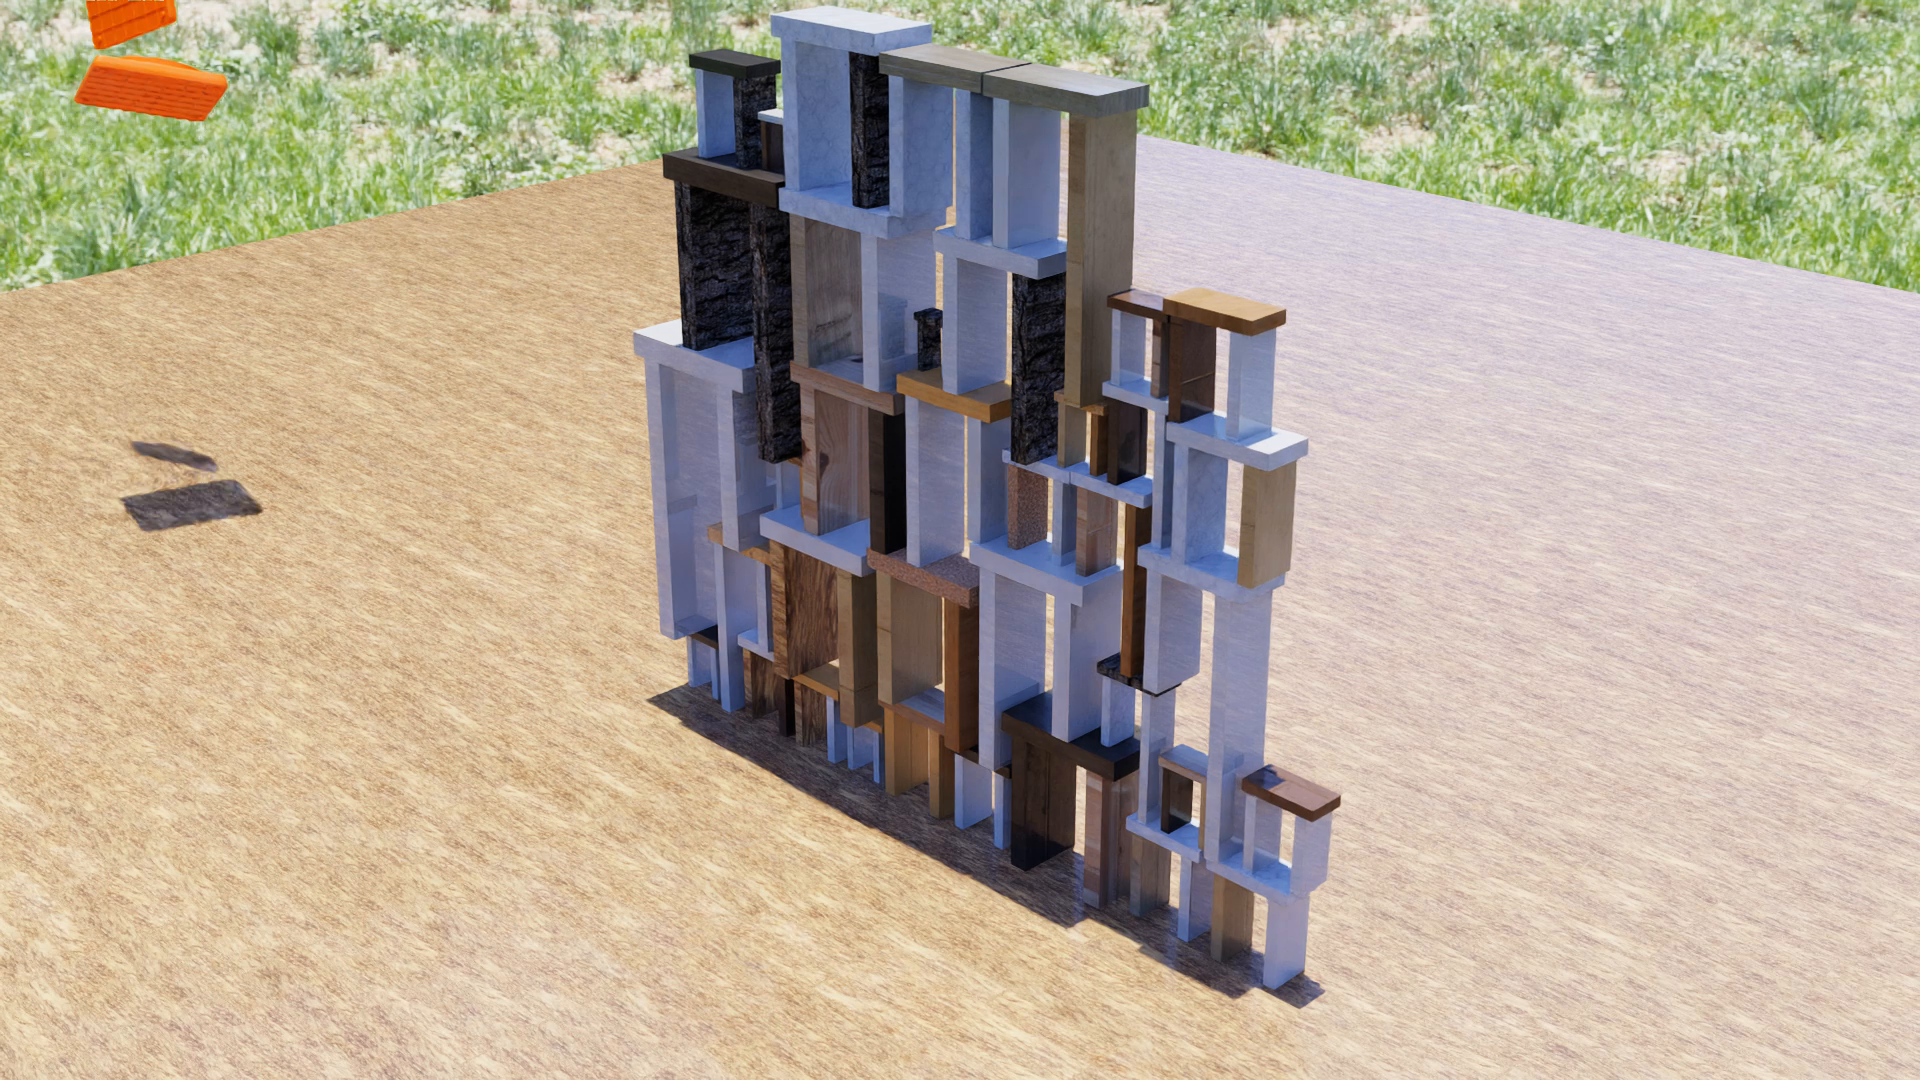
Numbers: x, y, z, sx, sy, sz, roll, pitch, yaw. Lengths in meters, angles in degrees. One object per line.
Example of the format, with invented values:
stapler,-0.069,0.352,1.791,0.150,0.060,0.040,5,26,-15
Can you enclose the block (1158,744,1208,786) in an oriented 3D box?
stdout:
block,0.426,0.405,3.938,0.066,0.019,0.131,-21,31,-41

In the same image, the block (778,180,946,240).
block,-0.186,-0.630,4.152,0.151,0.043,0.302,-21,31,-40

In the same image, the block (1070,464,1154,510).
block,0.286,-0.100,3.875,0.085,0.024,0.170,-21,31,-40

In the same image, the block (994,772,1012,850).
block,0.105,0.519,4.326,0.023,0.165,0.082,21,31,41

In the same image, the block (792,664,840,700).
block,-0.281,0.293,4.648,0.077,0.022,0.154,-21,31,-41

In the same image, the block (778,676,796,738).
block,-0.353,0.334,4.756,0.024,0.170,0.085,21,31,41

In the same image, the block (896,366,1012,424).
block,0.011,-0.277,4.089,0.122,0.035,0.245,-21,31,-41

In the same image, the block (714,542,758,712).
block,-0.482,0.178,4.826,0.029,0.402,0.104,21,31,41

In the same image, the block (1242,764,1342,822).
block,0.570,0.435,3.787,0.077,0.022,0.155,-21,31,-39

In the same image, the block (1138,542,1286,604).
block,0.431,0.044,3.777,0.116,0.033,0.232,-21,30,-40

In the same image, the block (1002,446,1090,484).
block,0.165,-0.143,3.990,0.083,0.023,0.166,-21,31,-41

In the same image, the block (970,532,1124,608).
block,0.168,0.043,4.056,0.283,0.040,0.142,21,31,41

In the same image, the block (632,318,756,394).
block,-0.501,-0.393,4.597,0.359,0.051,0.180,21,31,41

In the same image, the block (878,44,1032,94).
block,-0.009,-0.833,3.877,0.127,0.036,0.255,-21,31,-41

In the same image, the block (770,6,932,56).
block,-0.202,-0.939,4.046,0.142,0.040,0.283,-21,31,-41

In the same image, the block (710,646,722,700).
block,-0.526,0.288,4.918,0.018,0.128,0.064,21,31,41

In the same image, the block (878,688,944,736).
block,-0.063,0.335,4.435,0.098,0.028,0.195,-21,31,-40

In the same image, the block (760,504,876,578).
block,-0.250,-0.010,4.488,0.309,0.044,0.154,21,31,41

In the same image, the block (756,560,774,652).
block,-0.384,0.127,4.698,0.104,0.208,0.029,-21,31,-41

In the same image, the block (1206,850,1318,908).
block,0.534,0.587,3.886,0.090,0.025,0.179,-21,31,-40

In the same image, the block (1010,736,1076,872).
block,0.163,0.486,4.253,0.040,0.283,0.141,21,31,41

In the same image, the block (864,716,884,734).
block,-0.181,0.366,4.570,0.120,0.017,0.060,21,31,41

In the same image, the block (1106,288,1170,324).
block,0.321,-0.396,3.713,0.067,0.019,0.134,-21,31,-40

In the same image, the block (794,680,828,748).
block,-0.317,0.360,4.715,0.077,0.154,0.022,-21,31,-41

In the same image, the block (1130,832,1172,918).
block,0.357,0.609,4.102,0.025,0.174,0.087,21,31,41

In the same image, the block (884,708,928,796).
block,-0.109,0.420,4.520,0.028,0.195,0.098,21,31,41

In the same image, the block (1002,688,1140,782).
block,0.230,0.364,4.129,0.283,0.040,0.141,21,31,41

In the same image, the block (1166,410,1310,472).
block,0.459,-0.168,3.648,0.214,0.030,0.107,21,31,40

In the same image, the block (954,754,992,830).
block,0.027,0.489,4.398,0.082,0.165,0.023,-21,31,-41

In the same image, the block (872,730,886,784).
block,-0.153,0.440,4.570,0.017,0.120,0.060,21,31,41

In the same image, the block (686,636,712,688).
block,-0.586,0.265,4.974,0.018,0.128,0.064,21,31,41

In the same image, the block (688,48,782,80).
block,-0.441,-0.932,4.304,0.088,0.025,0.175,-21,31,-41

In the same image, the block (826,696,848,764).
block,-0.245,0.388,4.649,0.077,0.154,0.022,-21,31,-41

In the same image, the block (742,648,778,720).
block,-0.433,0.303,4.830,0.085,0.170,0.024,-21,31,-41

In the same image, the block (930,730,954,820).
block,-0.017,0.456,4.436,0.028,0.195,0.098,21,31,41

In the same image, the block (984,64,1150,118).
block,0.178,-0.759,3.709,0.130,0.037,0.260,-22,31,-40

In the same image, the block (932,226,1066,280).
block,0.088,-0.518,3.901,0.130,0.037,0.259,-21,31,-40

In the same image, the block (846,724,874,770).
block,-0.209,0.418,4.622,0.060,0.120,0.017,-21,31,-41

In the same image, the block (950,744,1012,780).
block,0.066,0.417,4.325,0.165,0.023,0.082,21,31,41

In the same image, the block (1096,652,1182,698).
block,0.324,0.242,3.976,0.071,0.020,0.142,-21,31,-40

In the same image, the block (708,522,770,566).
block,-0.433,-0.001,4.696,0.208,0.029,0.104,21,31,41

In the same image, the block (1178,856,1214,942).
block,0.439,0.641,4.027,0.025,0.174,0.087,21,31,41

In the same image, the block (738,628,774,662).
block,-0.393,0.229,4.755,0.085,0.024,0.170,-21,31,-41

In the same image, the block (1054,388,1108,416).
block,0.228,-0.247,3.872,0.116,0.016,0.058,21,31,40

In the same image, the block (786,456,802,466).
block,-0.328,-0.173,4.509,0.112,0.016,0.056,21,31,41

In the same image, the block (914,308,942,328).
block,-0.035,-0.412,4.094,0.097,0.014,0.049,21,31,40

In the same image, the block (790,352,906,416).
block,-0.178,-0.314,4.290,0.148,0.042,0.295,-21,31,-41

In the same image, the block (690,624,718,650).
block,-0.556,0.209,4.917,0.128,0.018,0.064,21,31,40

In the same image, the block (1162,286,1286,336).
block,0.431,-0.374,3.593,0.183,0.026,0.091,21,31,40

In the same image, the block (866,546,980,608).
block,-0.033,0.053,4.286,0.142,0.040,0.284,-21,31,-40

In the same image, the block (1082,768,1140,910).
block,0.296,0.538,4.131,0.040,0.283,0.141,21,31,41

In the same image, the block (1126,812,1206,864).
block,0.398,0.534,4.026,0.087,0.025,0.174,-21,31,-41

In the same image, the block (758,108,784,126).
block,-0.341,-0.816,4.247,0.096,0.014,0.048,21,31,40

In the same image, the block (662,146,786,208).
block,-0.414,-0.729,4.371,0.348,0.049,0.174,21,31,41

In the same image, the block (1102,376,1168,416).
block,0.329,-0.250,3.766,0.079,0.022,0.158,-21,31,-40
